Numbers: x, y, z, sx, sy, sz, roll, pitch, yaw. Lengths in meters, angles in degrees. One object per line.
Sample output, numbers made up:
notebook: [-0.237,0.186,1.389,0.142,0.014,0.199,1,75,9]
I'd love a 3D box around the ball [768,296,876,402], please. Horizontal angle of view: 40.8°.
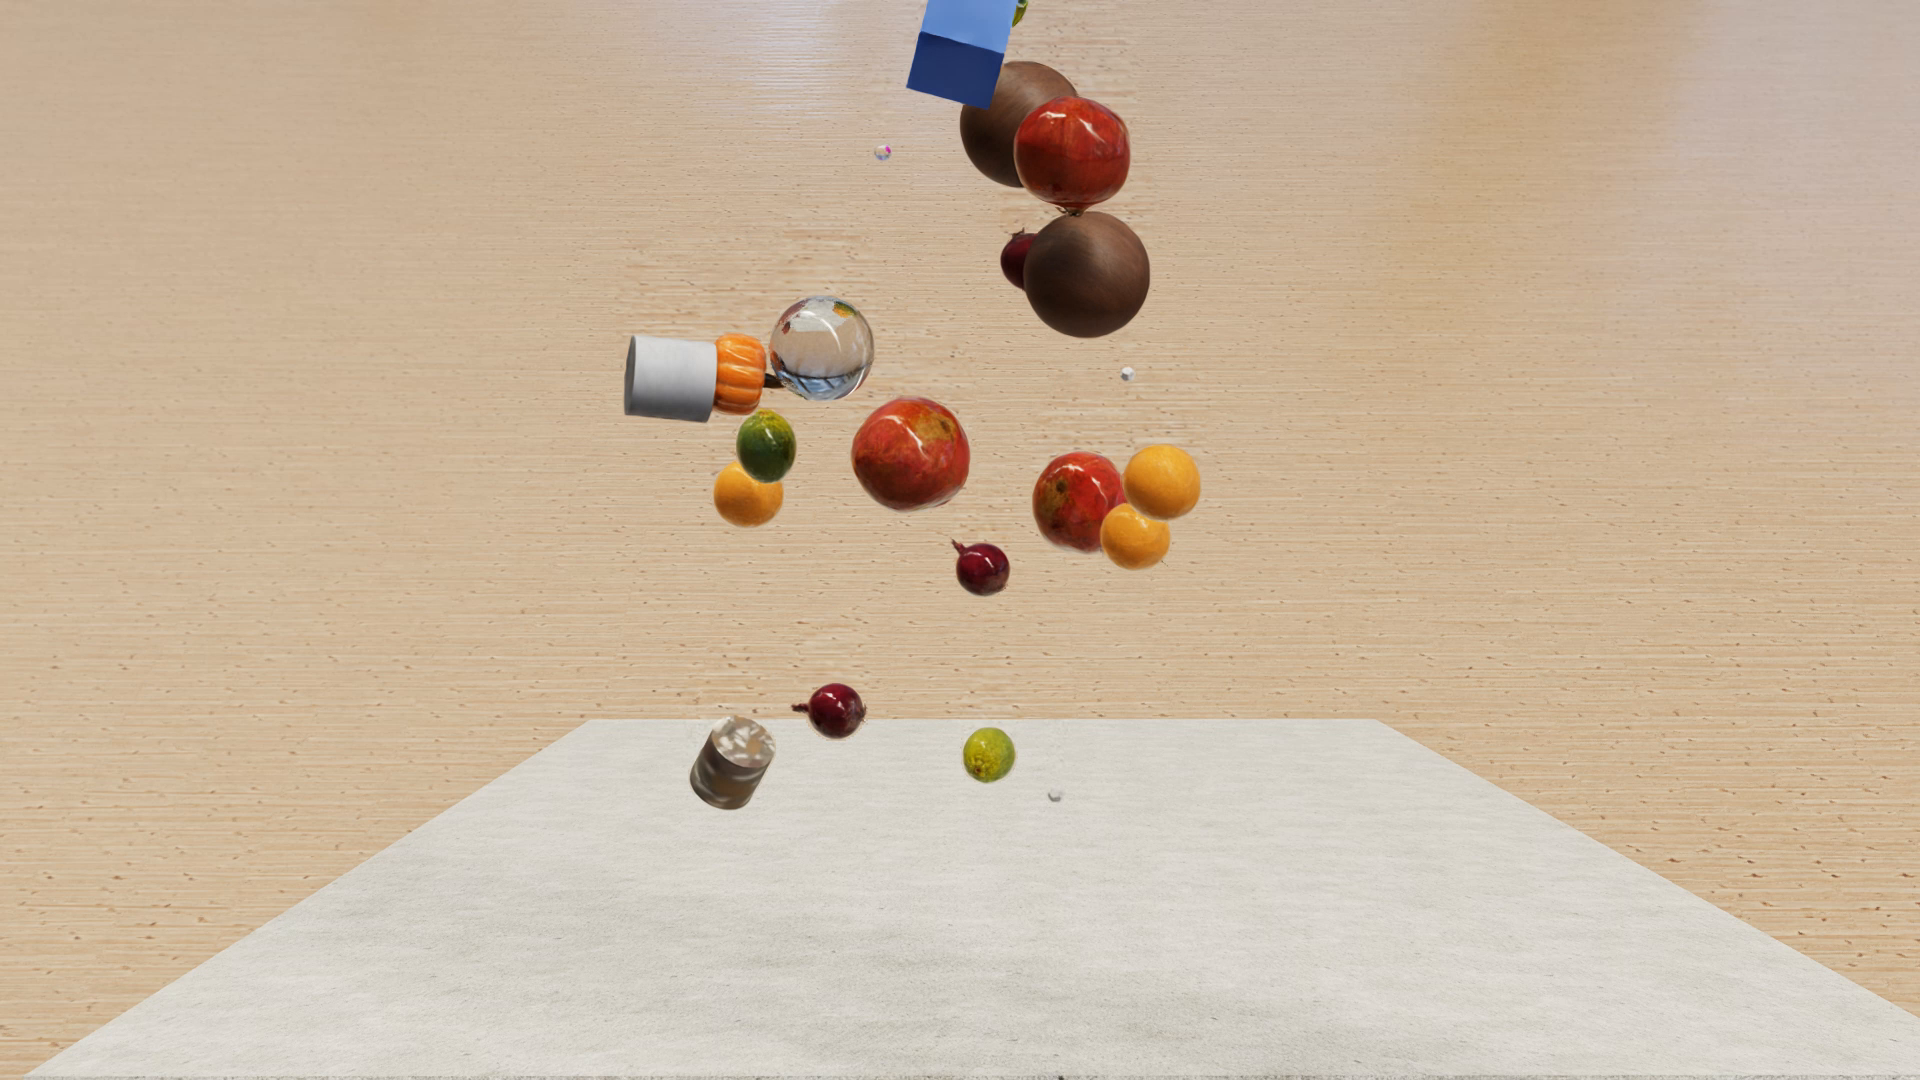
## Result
ball: [-0.126,-0.174,2.354,0.097,0.097,0.097,0,27,0]

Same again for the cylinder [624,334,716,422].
cylinder: [-0.263,-0.146,2.342,0.073,0.073,0.073,5,25,-14]

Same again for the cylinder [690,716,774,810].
cylinder: [-0.240,0.235,2.715,0.070,0.070,0.070,18,39,-15]

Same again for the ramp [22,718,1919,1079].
ramp: [0.061,0.546,4.582,2.000,0.100,4.000,0,1,0]

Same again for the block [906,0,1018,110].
block: [0.003,-0.488,2.520,0.084,0.084,0.084,15,58,-3]
